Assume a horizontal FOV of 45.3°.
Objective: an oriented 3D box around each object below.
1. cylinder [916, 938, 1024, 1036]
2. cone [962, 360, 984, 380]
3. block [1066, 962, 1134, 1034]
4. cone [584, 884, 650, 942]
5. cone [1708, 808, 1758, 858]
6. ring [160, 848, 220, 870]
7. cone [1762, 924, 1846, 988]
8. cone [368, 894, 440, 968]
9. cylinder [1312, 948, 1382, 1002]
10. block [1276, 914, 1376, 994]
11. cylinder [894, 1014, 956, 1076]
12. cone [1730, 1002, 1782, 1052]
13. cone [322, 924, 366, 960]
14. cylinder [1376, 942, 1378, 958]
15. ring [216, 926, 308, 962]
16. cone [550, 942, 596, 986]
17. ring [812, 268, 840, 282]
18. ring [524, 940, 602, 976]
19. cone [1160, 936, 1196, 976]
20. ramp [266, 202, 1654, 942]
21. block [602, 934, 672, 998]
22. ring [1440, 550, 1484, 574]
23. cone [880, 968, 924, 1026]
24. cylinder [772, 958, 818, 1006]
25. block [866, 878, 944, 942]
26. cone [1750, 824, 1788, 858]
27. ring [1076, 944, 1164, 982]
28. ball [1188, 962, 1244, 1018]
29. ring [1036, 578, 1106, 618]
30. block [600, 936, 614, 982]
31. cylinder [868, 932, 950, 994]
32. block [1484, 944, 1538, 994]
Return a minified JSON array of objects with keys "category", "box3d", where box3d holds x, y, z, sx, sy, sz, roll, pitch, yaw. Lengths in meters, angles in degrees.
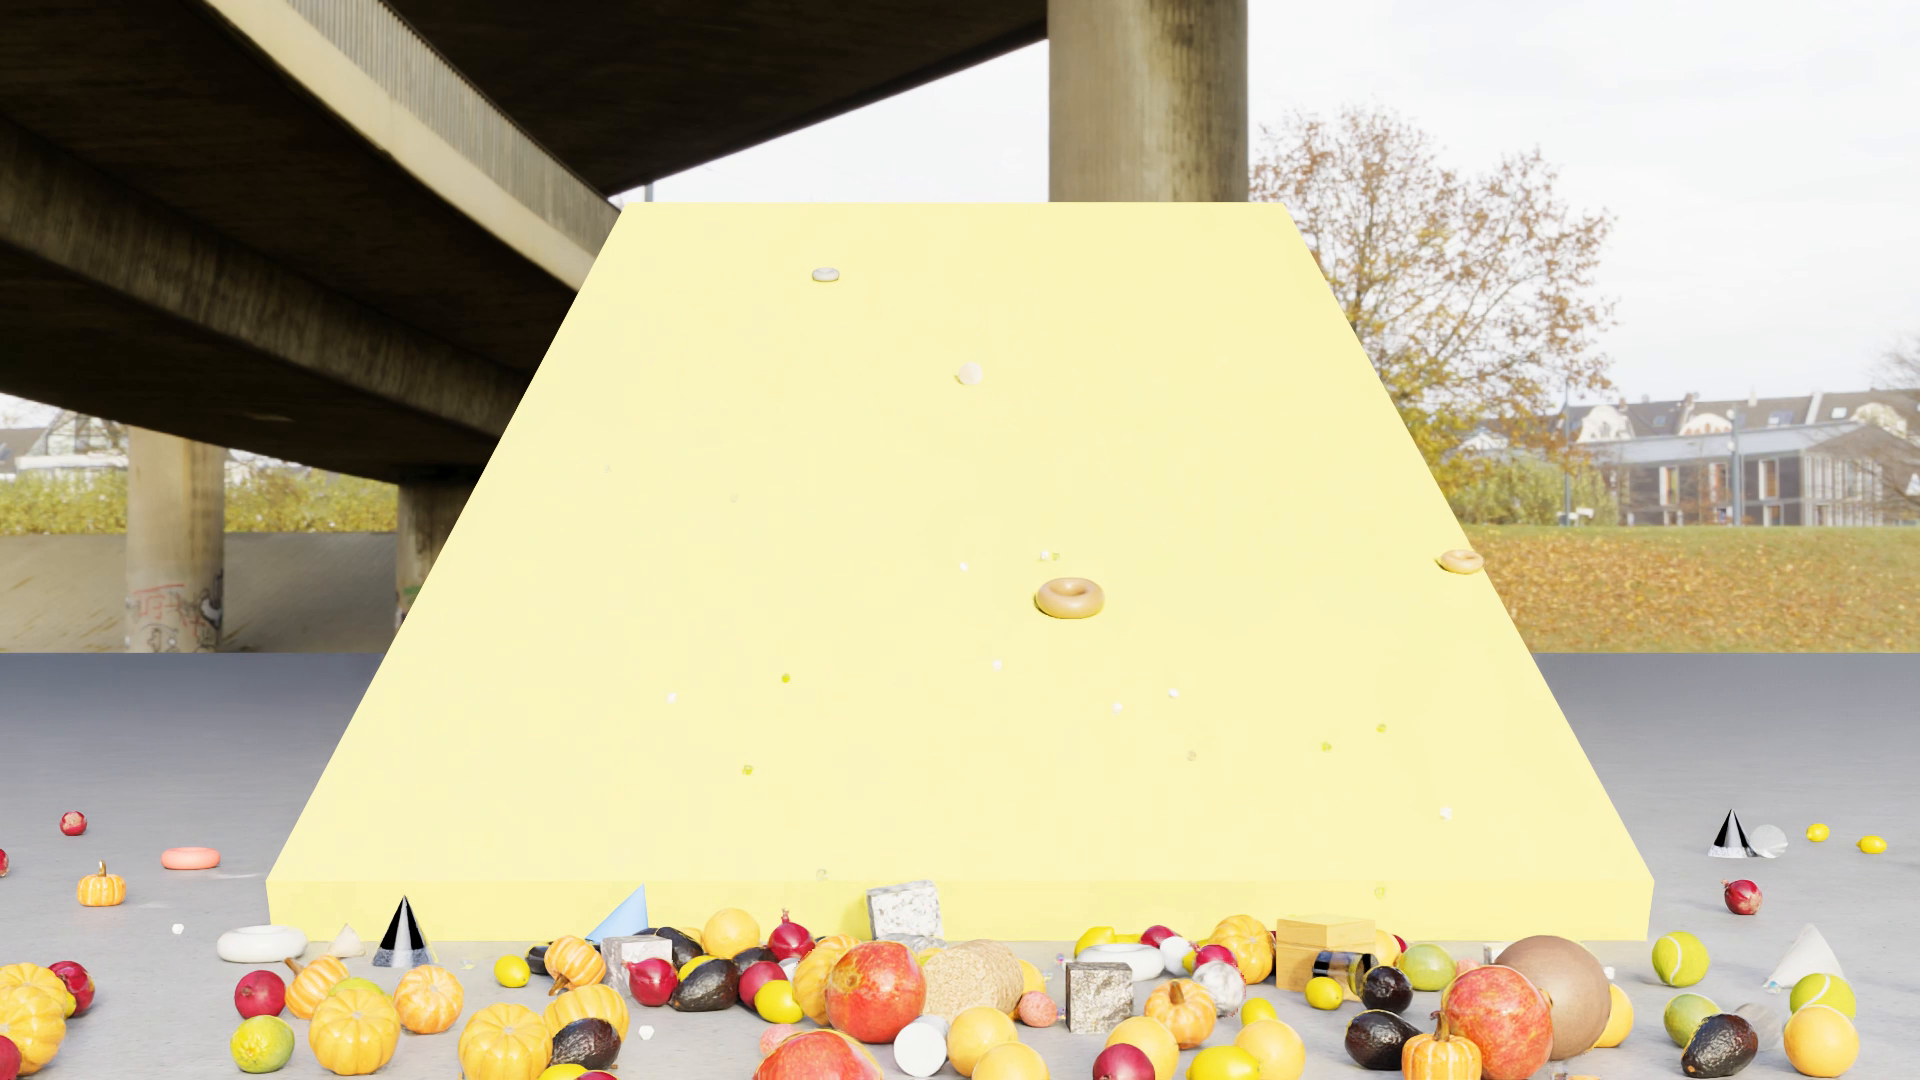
[{"category":"cylinder","box3d":[0.012,0.501,2.584,0.095,0.095,0.095,-1,-3,20]},{"category":"cone","box3d":[0.024,-0.387,5.420,0.057,0.057,0.057,1,-23,-13]},{"category":"block","box3d":[0.156,0.514,2.586,0.069,0.069,0.069,0,-3,-2]},{"category":"cone","box3d":[-0.444,0.508,3.108,0.098,0.098,0.098,18,-16,5]},{"category":"cone","box3d":[1.584,0.597,4.719,0.100,0.100,0.100,0,-3,0]},{"category":"ring","box3d":[-1.491,0.617,4.460,0.110,0.037,0.110,1,-2,0]},{"category":"cone","box3d":[1.050,0.543,2.895,0.089,0.089,0.089,-27,-5,4]},{"category":"cone","box3d":[-0.754,0.526,3.122,0.094,0.094,0.094,0,-3,0]},{"category":"cylinder","box3d":[0.470,0.528,2.793,0.059,0.059,0.059,-2,-4,42]},{"category":"block","box3d":[0.458,0.519,2.883,0.087,0.087,0.087,2,-3,-37]},{"category":"cylinder","box3d":[-0.035,0.510,2.320,0.053,0.053,0.053,-1,-3,11]},{"category":"cone","box3d":[0.852,0.531,2.469,0.054,0.054,0.054,-1,-29,16]},{"category":"cone","box3d":[-0.855,0.563,3.165,0.053,0.053,0.053,-30,15,-32]},{"category":"cylinder","box3d":[0.506,0.539,3.012,0.059,0.059,0.059,2,-3,-37]},{"category":"ring","box3d":[-0.958,0.555,3.163,0.121,0.040,0.121,-1,-1,0]},{"category":"cone","box3d":[-0.487,0.551,2.939,0.060,0.060,0.060,0,-29,6]},{"category":"ring","box3d":[-0.363,-0.717,6.221,0.077,0.026,0.077,-1,23,0]},{"category":"ring","box3d":[-0.517,0.551,3.037,0.115,0.038,0.115,0,-4,0]},{"category":"cone","box3d":[0.273,0.557,3.026,0.054,0.054,0.054,1,-30,-29]},{"category":"ramp","box3d":[-0.007,-0.223,5.184,2.000,0.100,4.000,0,22,0]},{"category":"block","box3d":[-0.402,0.528,2.859,0.065,0.065,0.065,2,-3,-30]},{"category":"ring","box3d":[0.955,0.041,4.381,0.082,0.027,0.082,1,21,0]},{"category":"cone","box3d":[-0.070,0.534,2.618,0.071,0.071,0.071,2,-30,-43]},{"category":"cylinder","box3d":[-0.200,0.532,2.775,0.050,0.050,0.050,0,-3,-10]},{"category":"block","box3d":[-0.075,0.523,3.163,0.090,0.090,0.090,-8,-1,-8]},{"category":"cone","box3d":[1.650,0.631,4.718,0.073,0.073,0.073,0,-29,4]},{"category":"ring","box3d":[0.208,0.548,2.984,0.116,0.039,0.116,-1,-2,0]},{"category":"ball","box3d":[0.297,0.519,2.658,0.065,0.065,0.065,0,-3,0]},{"category":"ring","box3d":[0.203,0.105,4.201,0.127,0.042,0.127,-1,24,0]},{"category":"block","box3d":[-0.430,0.540,2.959,0.052,0.052,0.052,0,-3,5]},{"category":"cylinder","box3d":[-0.060,0.522,2.821,0.075,0.075,0.075,-2,-4,42]},{"category":"block","box3d":[0.686,0.534,2.869,0.055,0.055,0.055,0,-3,1]}]
